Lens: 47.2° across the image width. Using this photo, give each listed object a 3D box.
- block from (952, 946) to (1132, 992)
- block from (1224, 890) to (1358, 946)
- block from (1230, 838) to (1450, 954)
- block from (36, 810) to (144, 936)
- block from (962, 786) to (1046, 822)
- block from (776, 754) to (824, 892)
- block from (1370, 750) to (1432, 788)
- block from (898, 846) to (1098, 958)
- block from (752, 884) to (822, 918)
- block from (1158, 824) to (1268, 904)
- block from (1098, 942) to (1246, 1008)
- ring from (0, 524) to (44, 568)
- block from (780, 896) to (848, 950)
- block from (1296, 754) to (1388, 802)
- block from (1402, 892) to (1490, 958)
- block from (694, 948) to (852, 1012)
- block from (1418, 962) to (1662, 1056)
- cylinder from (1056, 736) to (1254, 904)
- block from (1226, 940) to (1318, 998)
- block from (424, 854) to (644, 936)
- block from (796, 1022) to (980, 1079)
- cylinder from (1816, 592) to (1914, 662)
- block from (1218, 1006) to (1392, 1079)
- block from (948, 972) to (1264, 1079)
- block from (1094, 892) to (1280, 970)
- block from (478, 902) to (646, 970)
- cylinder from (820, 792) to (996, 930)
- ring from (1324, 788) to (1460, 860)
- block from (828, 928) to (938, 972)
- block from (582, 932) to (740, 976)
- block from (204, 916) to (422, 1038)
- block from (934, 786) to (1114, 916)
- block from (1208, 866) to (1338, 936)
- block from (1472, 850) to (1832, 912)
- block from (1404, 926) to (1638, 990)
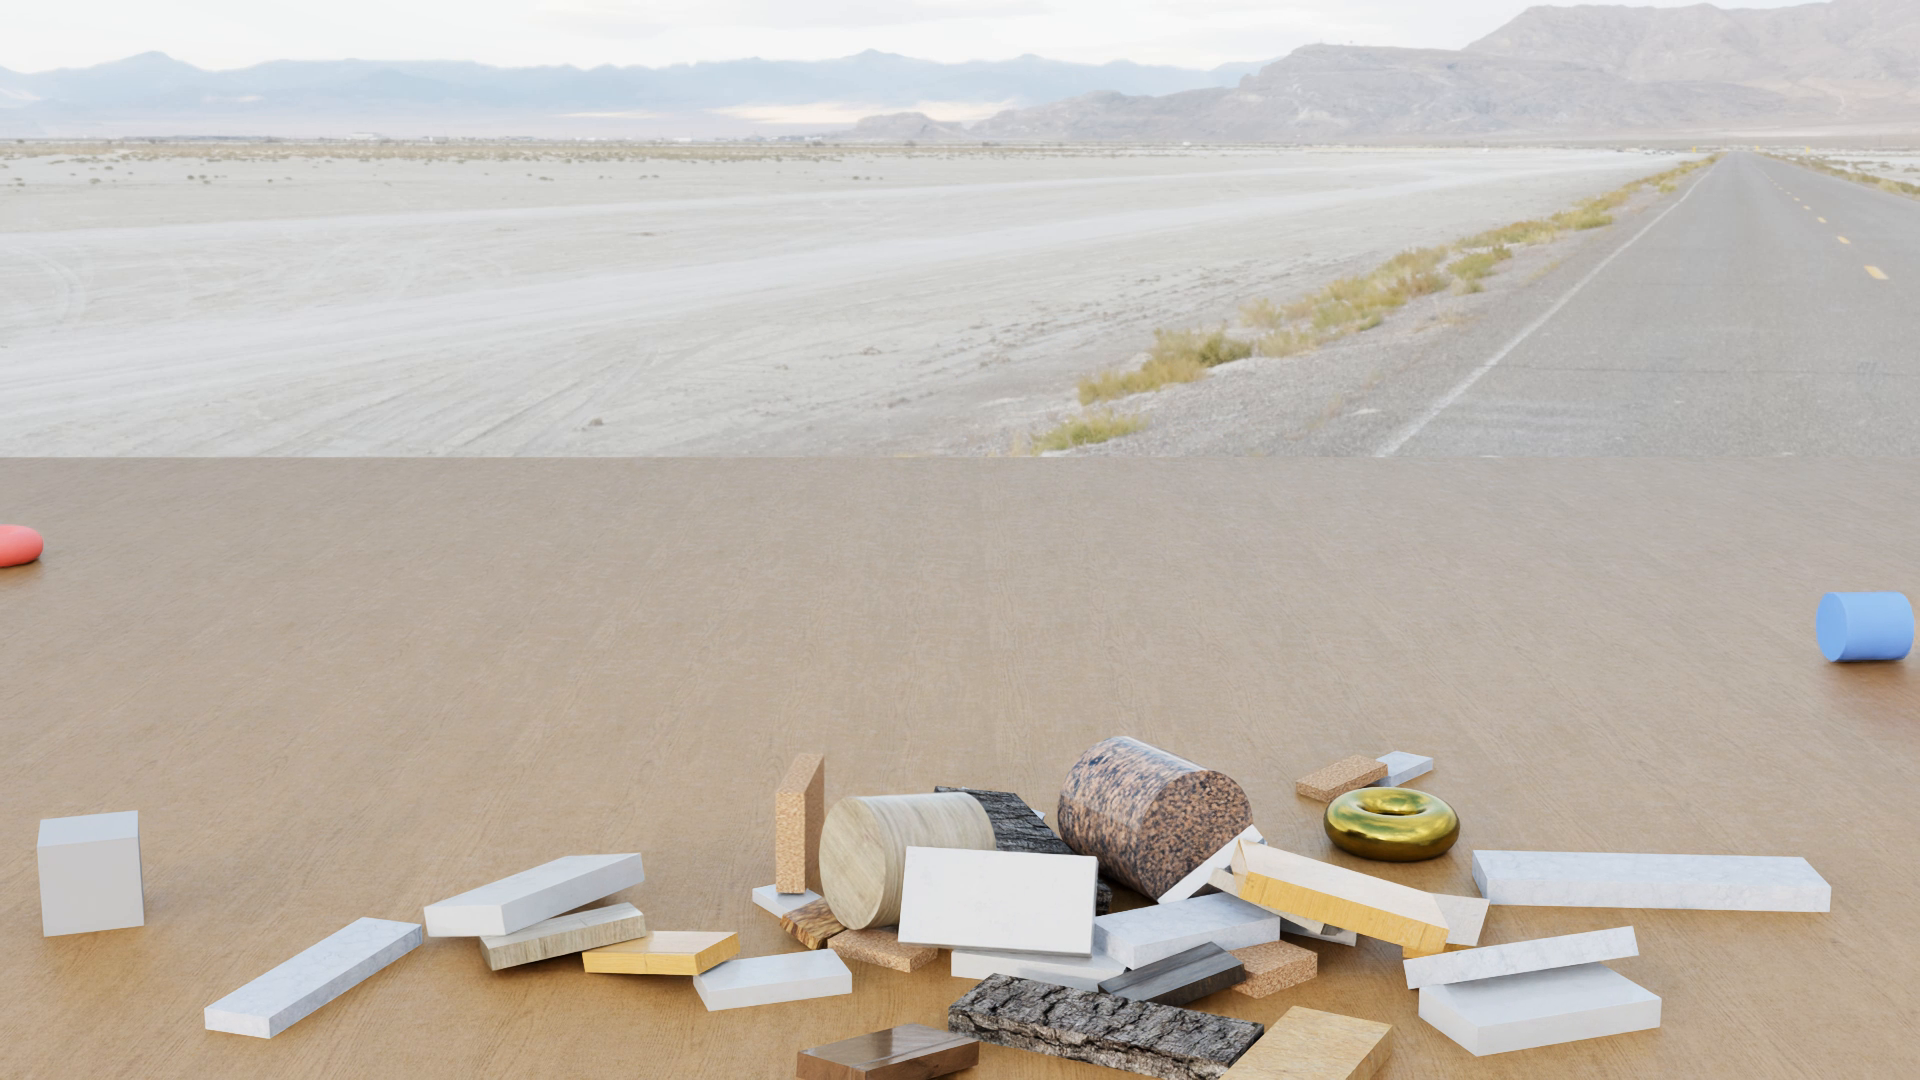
[{"bbox_3d":[0.133,0.634,3.332,0.264,0.037,0.132,3,11,17],"label":"block"},{"bbox_3d":[0.532,0.580,3.502,0.219,0.031,0.109,10,28,17],"label":"block"},{"bbox_3d":[0.579,0.546,3.374,0.316,0.045,0.158,16,11,-1],"label":"block"},{"bbox_3d":[-1.402,0.536,3.551,0.148,0.148,0.148,-4,11,-20],"label":"block"},{"bbox_3d":[0.039,0.518,3.825,0.158,0.045,0.316,17,13,9],"label":"block"},{"bbox_3d":[-0.271,0.477,3.746,0.047,0.166,0.331,0,6,2],"label":"block"},{"bbox_3d":[0.857,0.453,4.345,0.083,0.023,0.166,9,14,39],"label":"block"},{"bbox_3d":[0.059,0.544,3.311,0.289,0.144,0.041,2,-19,10],"label":"block"},{"bbox_3d":[-0.268,0.594,3.588,0.077,0.022,0.153,-7,13,-33],"label":"block"},{"bbox_3d":[0.404,0.530,3.512,0.193,0.027,0.096,-39,-18,1],"label":"block"},{"bbox_3d":[0.308,0.644,3.204,0.193,0.027,0.096,-16,16,-19],"label":"block"},{"bbox_3d":[-2.860,0.019,6.489,0.289,0.096,0.289,1,10,0],"label":"ring"},{"bbox_3d":[-0.206,0.600,3.484,0.077,0.022,0.153,30,25,28],"label":"block"},{"bbox_3d":[0.737,0.459,4.240,0.166,0.023,0.083,-18,19,-32],"label":"block"},{"bbox_3d":[0.769,0.611,3.469,0.109,0.031,0.219,4,11,19],"label":"block"},{"bbox_3d":[-0.278,0.651,3.259,0.215,0.030,0.108,-4,11,-18],"label":"block"},{"bbox_3d":[0.827,0.667,3.139,0.301,0.043,0.151,-4,11,-19],"label":"block"},{"bbox_3d":[0.324,0.470,3.675,0.235,0.235,0.235,-6,12,-29],"label":"cylinder"},{"bbox_3d":[0.401,0.628,3.361,0.132,0.037,0.264,-9,14,-40],"label":"block"},{"bbox_3d":[-0.679,0.568,3.534,0.166,0.047,0.331,-7,3,32],"label":"block"},{"bbox_3d":[-0.094,0.690,2.927,0.118,0.033,0.236,5,2,39],"label":"block"},{"bbox_3d":[2.170,0.208,5.274,0.163,0.163,0.163,-1,11,-3],"label":"cylinder"},{"bbox_3d":[0.463,0.705,2.940,0.144,0.041,0.289,6,12,28],"label":"block"},{"bbox_3d":[0.202,0.682,3.063,0.415,0.041,0.144,5,12,26],"label":"block"},{"bbox_3d":[0.340,0.593,3.348,0.264,0.037,0.132,-6,12,-28],"label":"block"},{"bbox_3d":[-0.610,0.606,3.373,0.236,0.033,0.118,-10,4,-19],"label":"block"},{"bbox_3d":[-0.083,0.507,3.490,0.206,0.206,0.206,2,8,-33],"label":"cylinder"},{"bbox_3d":[0.768,0.505,3.913,0.240,0.080,0.240,0,12,0],"label":"ring"},{"bbox_3d":[-0.120,0.630,3.394,0.153,0.022,0.076,7,12,32],"label":"block"},{"bbox_3d":[-0.450,0.621,3.314,0.215,0.030,0.108,-6,6,31],"label":"block"},{"bbox_3d":[-0.955,0.647,3.278,0.108,0.030,0.390,4,11,18],"label":"block"},{"bbox_3d":[0.097,0.519,3.688,0.158,0.045,0.389,8,15,-26],"label":"block"},{"bbox_3d":[0.489,0.561,3.414,0.193,0.027,0.096,22,-1,26],"label":"block"},{"bbox_3d":[1.146,0.568,3.670,0.551,0.043,0.151,1,11,4],"label":"block"},{"bbox_3d":[0.827,0.616,3.245,0.301,0.043,0.151,-4,-14,-19],"label":"block"}]
